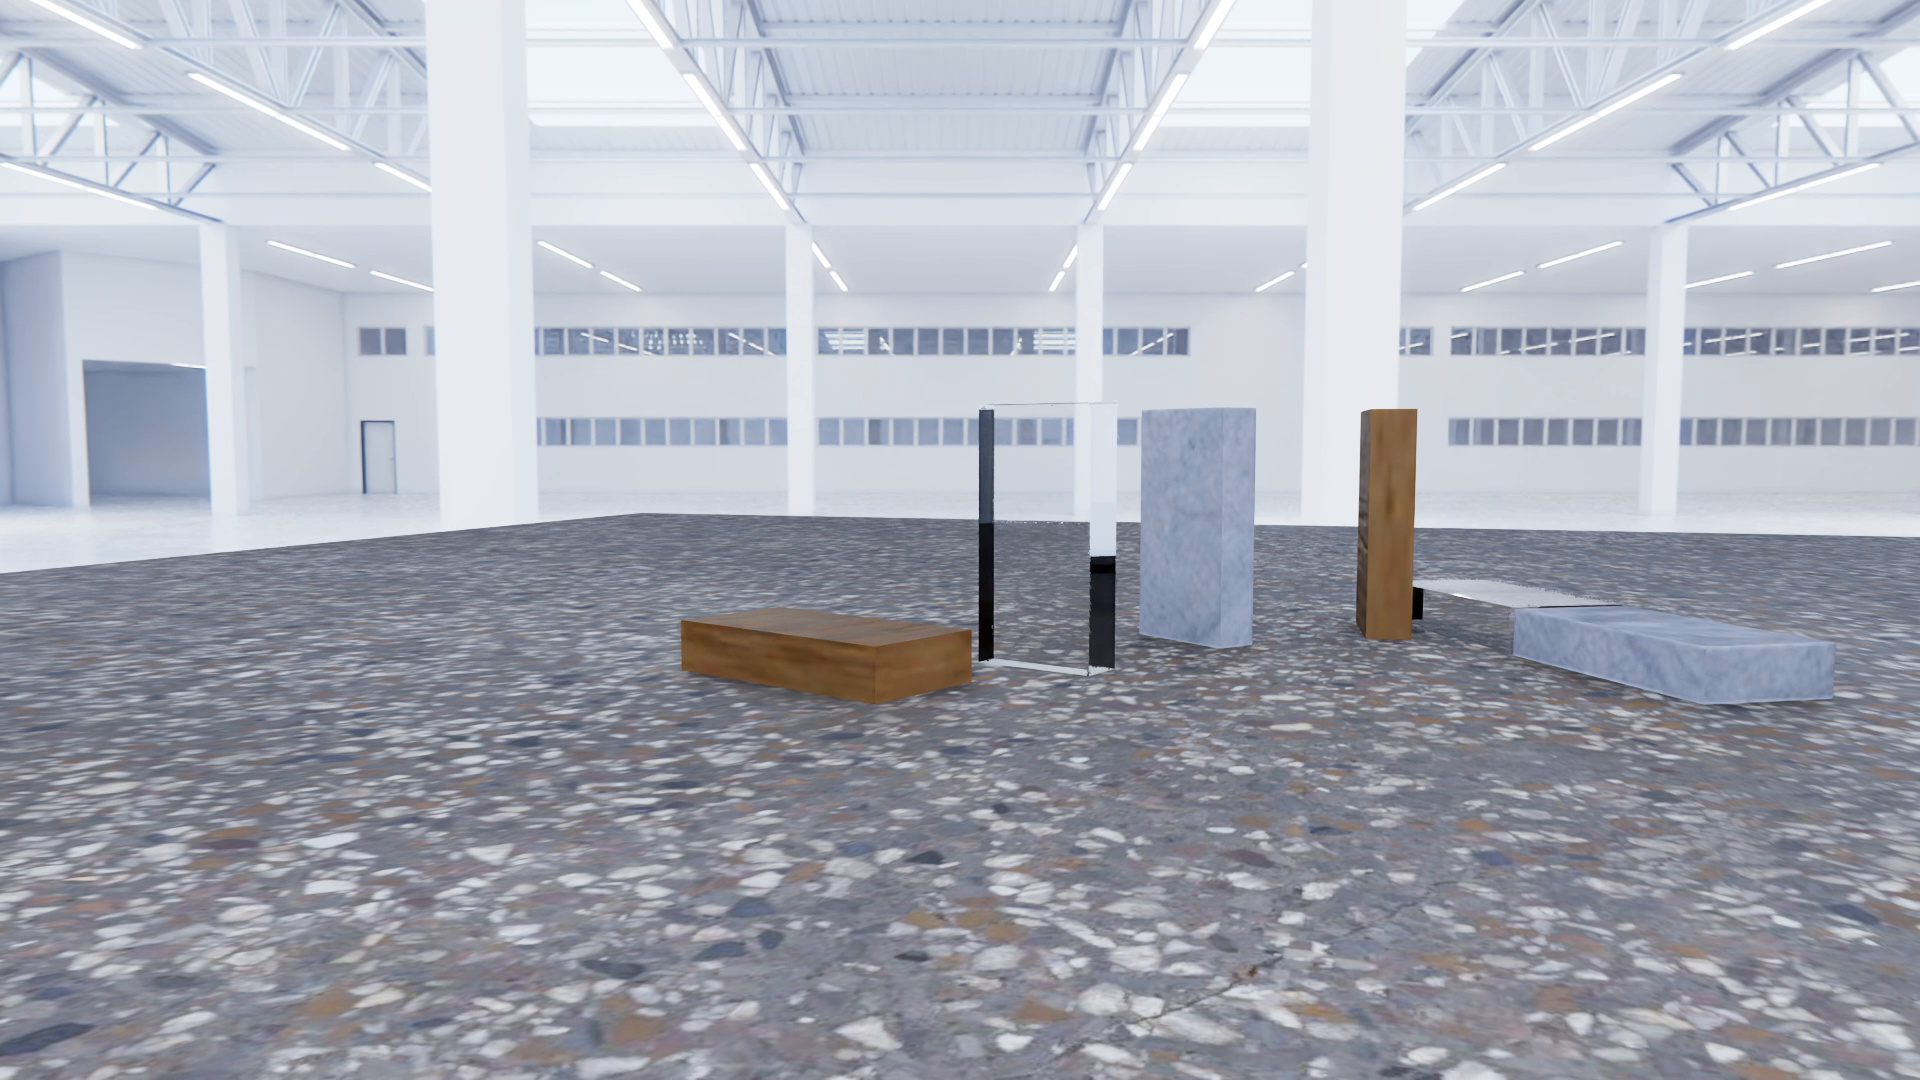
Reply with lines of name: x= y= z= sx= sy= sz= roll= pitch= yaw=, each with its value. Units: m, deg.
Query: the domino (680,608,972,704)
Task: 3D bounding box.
domino: x=-0.025 y=0.020 z=0.235 sx=0.050 sy=0.010 sz=0.025 roll=4 pitch=6 yaw=39

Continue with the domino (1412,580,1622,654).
domino: x=0.120 y=0.016 z=0.287 sx=0.025 sy=0.010 sz=0.050 roll=-1 pitch=4 yaw=-10

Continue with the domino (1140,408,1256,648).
domino: x=0.051 y=-0.003 z=0.278 sx=0.009 sy=0.050 sz=0.025 roll=-3 pitch=5 yaw=-34

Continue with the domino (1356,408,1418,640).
domino: x=0.096 y=-0.004 z=0.290 sx=0.009 sy=0.050 sz=0.025 roll=1 pitch=4 yaw=12

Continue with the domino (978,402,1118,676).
domino: x=0.016 y=-0.001 z=0.245 sx=0.025 sy=0.050 sz=0.009 roll=3 pitch=5 yaw=37

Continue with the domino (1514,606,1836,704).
domino: x=0.129 y=0.020 z=0.236 sx=0.025 sy=0.010 sz=0.050 roll=-1 pitch=4 yaw=-12
